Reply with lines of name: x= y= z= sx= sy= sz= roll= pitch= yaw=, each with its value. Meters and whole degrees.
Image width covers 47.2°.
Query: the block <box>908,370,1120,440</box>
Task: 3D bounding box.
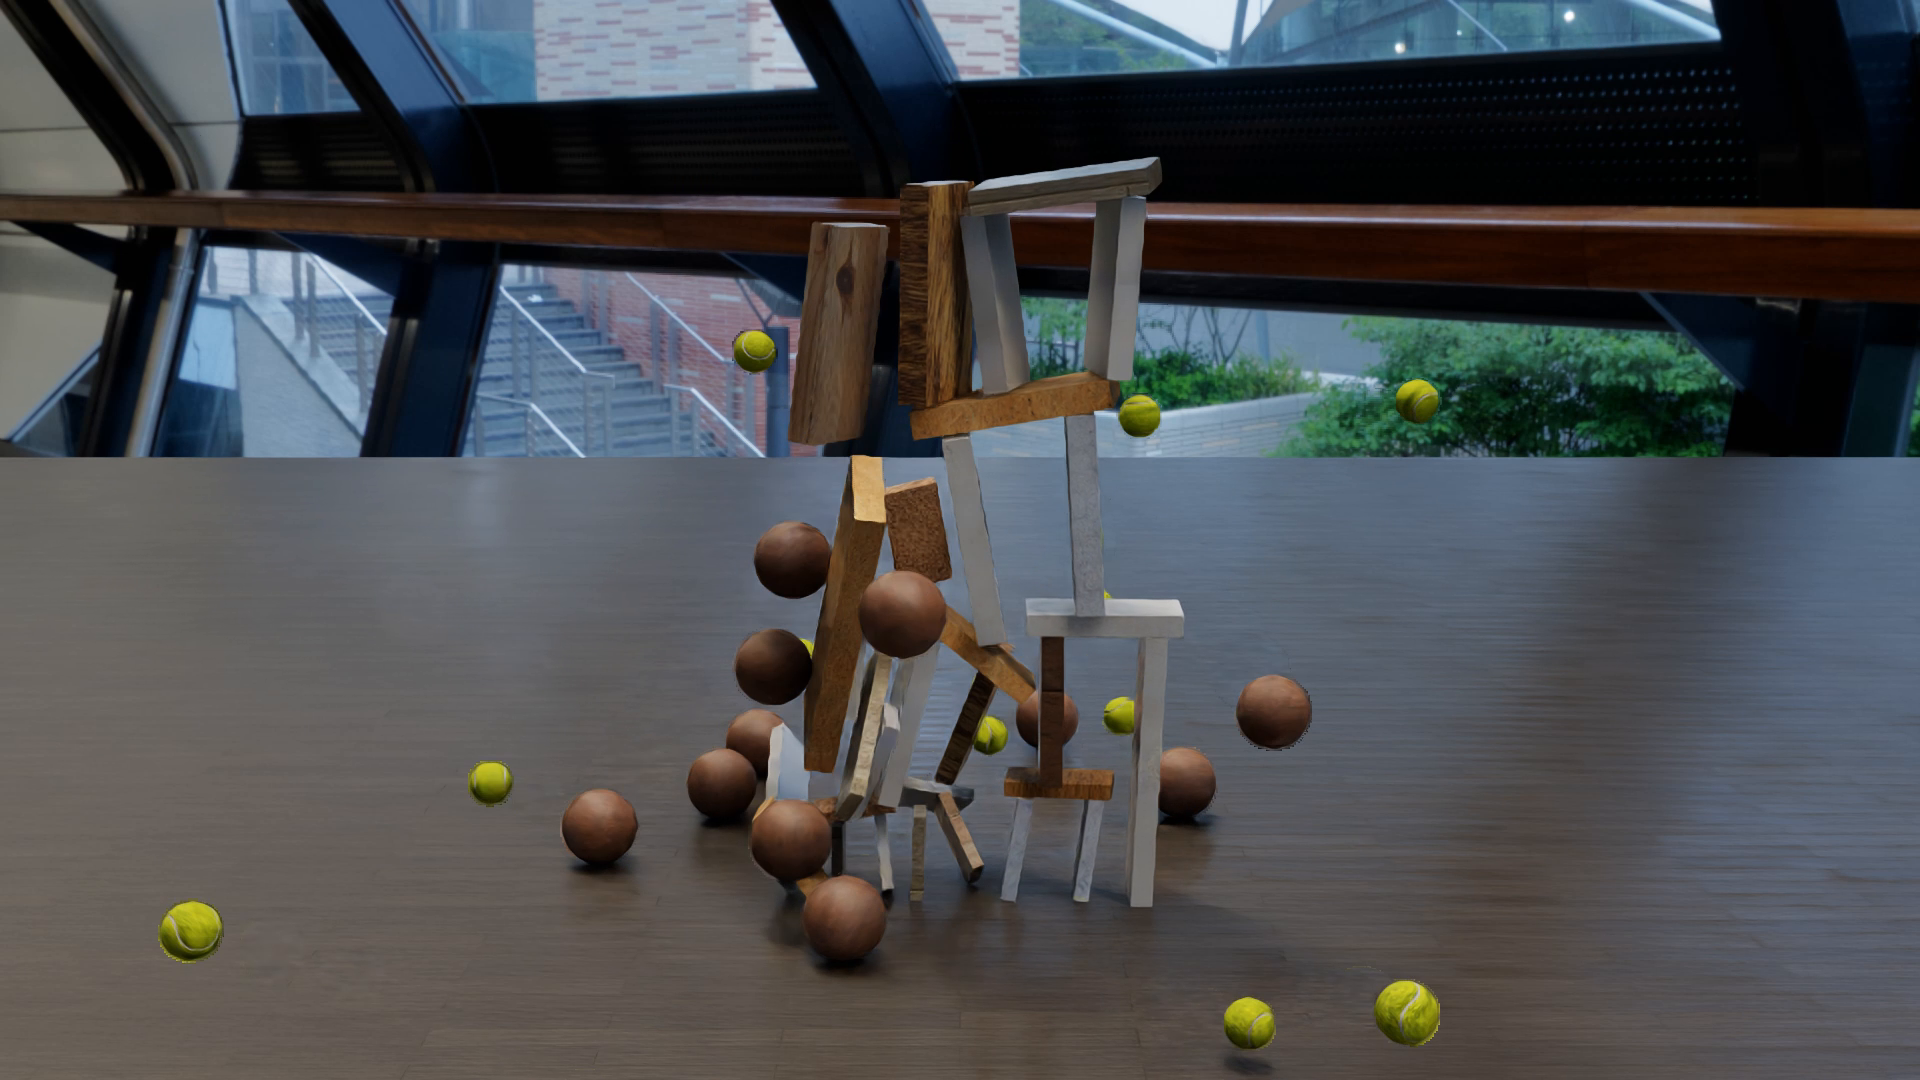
block: x=0.090 y=-0.220 z=3.537 sx=0.322 sy=0.046 sz=0.161 roll=-9 pitch=10 yaw=10

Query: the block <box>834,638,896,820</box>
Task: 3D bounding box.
block: x=-0.154 y=0.307 z=3.598 sx=0.025 sy=0.300 sz=0.087 roll=19 pitch=-37 yaw=-11

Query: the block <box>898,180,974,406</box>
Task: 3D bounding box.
block: x=-0.037 y=-0.394 z=3.492 sx=0.048 sy=0.342 sz=0.171 roll=7 pitch=14 yaw=24

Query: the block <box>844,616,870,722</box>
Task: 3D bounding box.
block: x=-0.178 y=0.212 z=3.658 sx=0.025 sy=0.174 sz=0.087 roll=7 pitch=-3 yaw=-10

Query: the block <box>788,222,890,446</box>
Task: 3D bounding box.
block: x=-0.191 y=-0.328 z=3.478 sx=0.048 sy=0.342 sz=0.171 roll=13 pitch=13 yaw=23

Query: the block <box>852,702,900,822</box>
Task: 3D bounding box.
block: x=-0.145 y=0.362 z=3.597 sx=0.025 sy=0.176 sz=0.088 roll=20 pitch=19 yaw=-12

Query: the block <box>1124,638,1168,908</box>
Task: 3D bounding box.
block: x=0.307 y=0.367 z=3.625 sx=0.036 sy=0.452 sz=0.126 roll=2 pitch=11 yaw=0

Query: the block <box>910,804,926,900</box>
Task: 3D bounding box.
block: x=-0.069 y=0.519 z=3.658 sx=0.020 sy=0.143 sz=0.072 roll=2 pitch=11 yaw=0

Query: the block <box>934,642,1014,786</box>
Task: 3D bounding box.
block: x=0.024 y=0.297 z=3.776 sx=0.034 sy=0.239 sz=0.120 roll=24 pitch=22 yaw=5

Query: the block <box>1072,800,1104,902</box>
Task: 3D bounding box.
block: x=0.212 y=0.503 z=3.653 sx=0.025 sy=0.175 sz=0.088 roll=8 pitch=11 yaw=-1

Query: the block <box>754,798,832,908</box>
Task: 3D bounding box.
block: x=-0.276 y=0.515 z=3.631 sx=0.025 sy=0.176 sz=0.088 roll=-33 pitch=7 yaw=8

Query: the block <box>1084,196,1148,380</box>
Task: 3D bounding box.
block: x=0.243 y=-0.403 z=3.466 sx=0.040 sy=0.283 sz=0.141 roll=1 pitch=13 yaw=-13

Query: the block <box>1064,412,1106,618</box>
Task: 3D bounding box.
block: x=0.200 y=-0.051 z=3.550 sx=0.046 sy=0.322 sz=0.161 roll=-3 pitch=10 yaw=2

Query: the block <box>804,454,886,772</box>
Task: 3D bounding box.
block: x=-0.191 y=0.126 z=3.563 sx=0.048 sy=0.526 sz=0.171 roll=6 pitch=37 yaw=-10

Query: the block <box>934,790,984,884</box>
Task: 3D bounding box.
block: x=-0.003 y=0.503 z=3.715 sx=0.020 sy=0.143 sz=0.072 roll=-18 pitch=-26 yaw=-17

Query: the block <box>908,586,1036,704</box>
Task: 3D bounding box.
block: x=0.019 y=0.171 z=3.604 sx=0.239 sy=0.034 sz=0.120 roll=39 pitch=7 yaw=-5

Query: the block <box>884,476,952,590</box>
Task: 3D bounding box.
block: x=-0.069 y=-0.010 z=3.516 sx=0.087 sy=0.174 sz=0.025 roll=-14 pitch=28 yaw=-8

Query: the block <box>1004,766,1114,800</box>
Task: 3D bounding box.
block: x=0.165 y=0.402 z=3.639 sx=0.176 sy=0.025 sz=0.088 roll=1 pitch=11 yaw=7

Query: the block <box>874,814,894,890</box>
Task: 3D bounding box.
block: x=-0.128 y=0.517 z=3.673 sx=0.018 sy=0.128 sz=0.064 roll=-6 pitch=-4 yaw=-3

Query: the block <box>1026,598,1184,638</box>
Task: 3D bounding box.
block: x=0.234 y=0.127 z=3.580 sx=0.252 sy=0.036 sz=0.126 roll=0 pitch=11 yaw=1

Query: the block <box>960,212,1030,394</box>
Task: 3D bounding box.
block: x=0.058 y=-0.385 z=3.533 sx=0.040 sy=0.283 sz=0.141 roll=-5 pitch=10 yaw=18

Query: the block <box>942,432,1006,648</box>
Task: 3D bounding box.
block: x=0.022 y=-0.010 z=3.570 sx=0.046 sy=0.337 sz=0.161 roll=-10 pitch=11 yaw=2

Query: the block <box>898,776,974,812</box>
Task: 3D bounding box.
block: x=-0.057 y=0.438 z=3.761 sx=0.143 sy=0.020 sz=0.072 roll=13 pitch=-34 yaw=-22

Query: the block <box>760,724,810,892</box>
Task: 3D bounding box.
block: x=-0.298 y=0.456 z=3.773 sx=0.025 sy=0.088 sz=0.322 roll=-25 pitch=34 yaw=18

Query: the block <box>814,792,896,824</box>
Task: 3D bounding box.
block: x=-0.176 y=0.443 z=3.662 sx=0.128 sy=0.018 sz=0.064 roll=-8 pitch=16 yaw=-7

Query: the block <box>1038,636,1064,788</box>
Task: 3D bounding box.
block: x=0.149 y=0.267 z=3.609 sx=0.036 sy=0.252 sz=0.126 roll=0 pitch=11 yaw=0

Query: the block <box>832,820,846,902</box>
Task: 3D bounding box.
block: x=-0.202 y=0.528 z=3.651 sx=0.018 sy=0.128 sz=0.064 roll=1 pitch=11 yaw=1

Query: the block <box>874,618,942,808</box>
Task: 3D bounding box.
block: x=-0.092 y=0.283 z=3.633 sx=0.034 sy=0.294 sz=0.120 roll=12 pitch=13 yaw=-13

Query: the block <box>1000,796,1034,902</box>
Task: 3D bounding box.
block: x=0.096 y=0.502 z=3.656 sx=0.025 sy=0.175 sz=0.088 roll=10 pitch=11 yaw=1

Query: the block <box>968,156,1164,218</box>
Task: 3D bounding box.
block: x=0.166 y=-0.553 z=3.439 sx=0.283 sy=0.040 sz=0.141 roll=-5 pitch=16 yaw=15
